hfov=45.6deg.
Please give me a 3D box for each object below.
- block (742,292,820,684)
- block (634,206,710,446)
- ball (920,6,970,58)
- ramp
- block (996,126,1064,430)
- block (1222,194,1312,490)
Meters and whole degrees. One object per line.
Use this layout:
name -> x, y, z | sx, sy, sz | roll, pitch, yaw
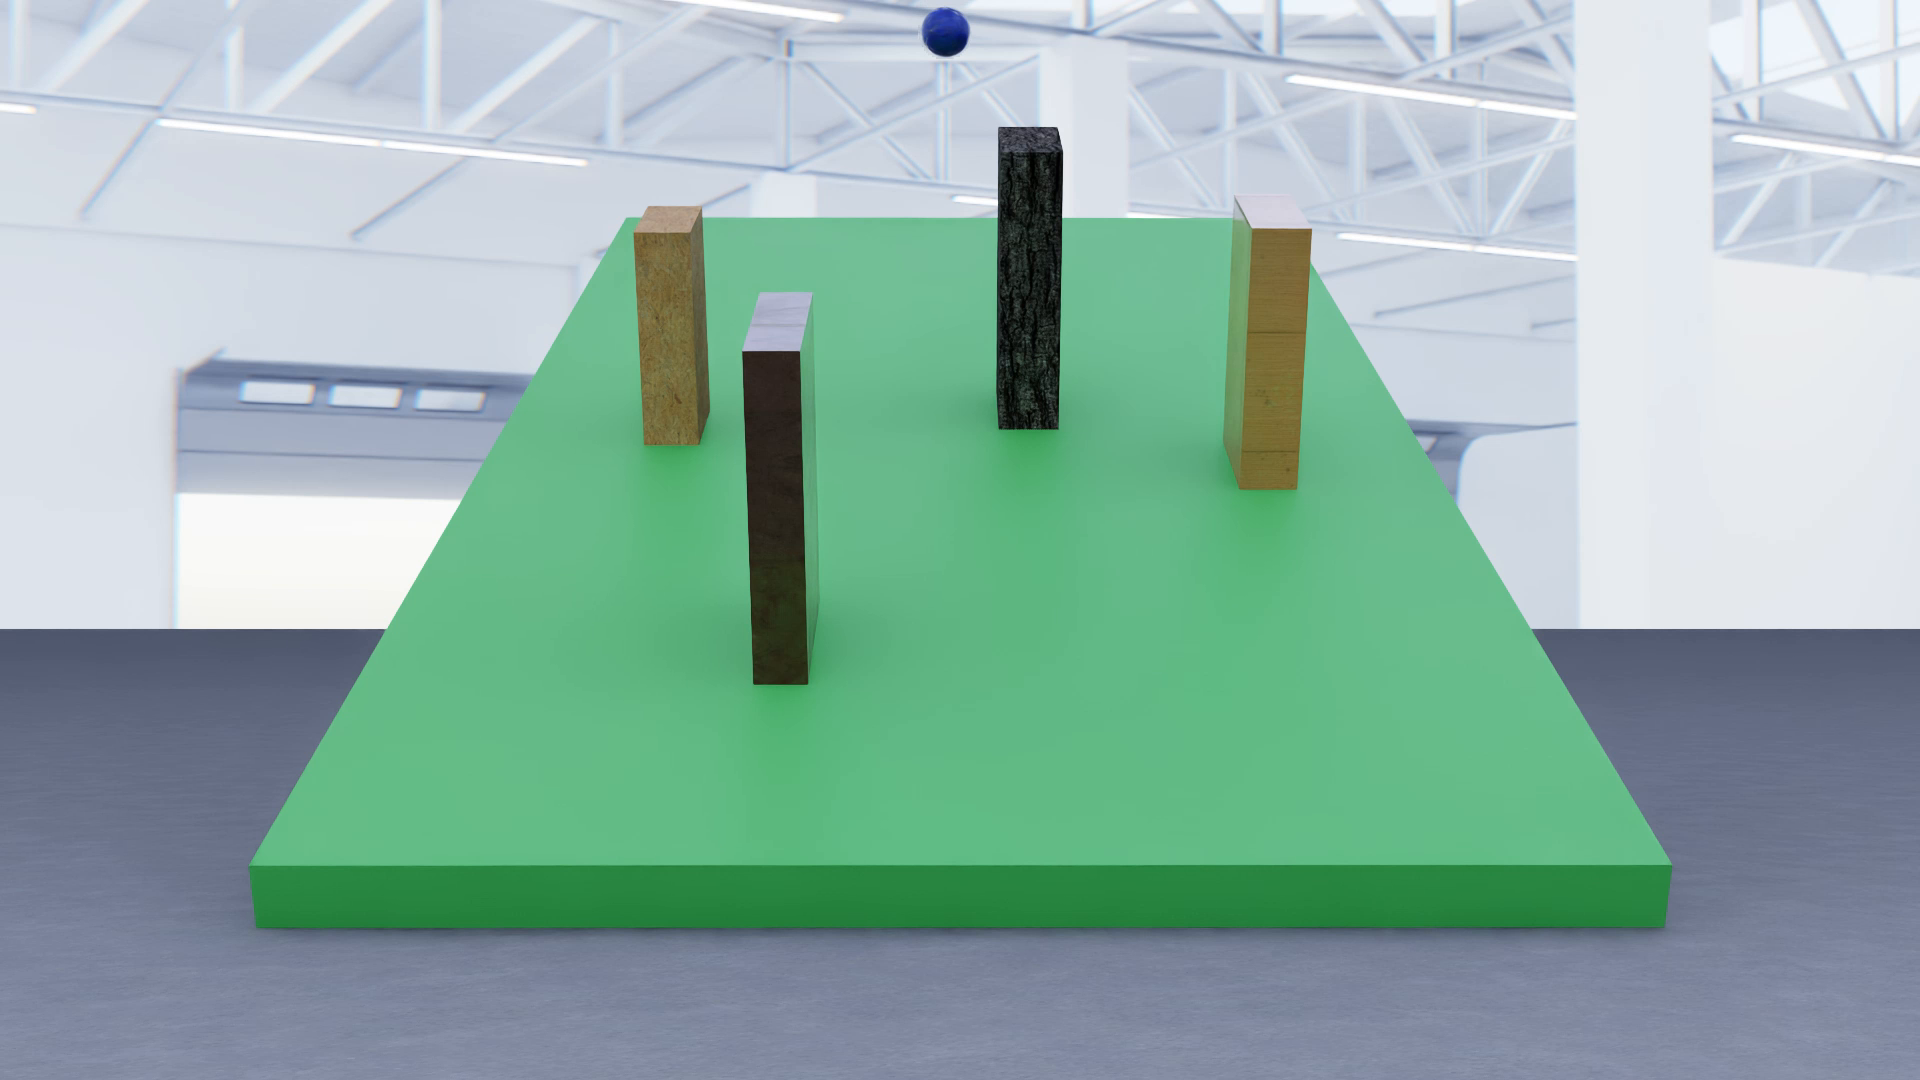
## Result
block -> -0.296, -0.092, 3.834 | 0.090, 0.572, 0.356 | 0, 21, 0
block -> -0.622, -0.467, 4.951 | 0.118, 0.468, 0.248 | 0, 21, 0
ball -> -0.042, -1.492, 6.701 | 0.147, 0.147, 0.147 | 0, -2, 0
ramp -> -0.006, -0.215, 5.090 | 2.000, 0.100, 4.000 | 0, 21, 0
block -> 0.151, -0.581, 5.048 | 0.132, 0.614, 0.285 | 0, 21, 0
block -> 0.630, -0.412, 4.708 | 0.118, 0.543, 0.308 | 0, 21, 0
